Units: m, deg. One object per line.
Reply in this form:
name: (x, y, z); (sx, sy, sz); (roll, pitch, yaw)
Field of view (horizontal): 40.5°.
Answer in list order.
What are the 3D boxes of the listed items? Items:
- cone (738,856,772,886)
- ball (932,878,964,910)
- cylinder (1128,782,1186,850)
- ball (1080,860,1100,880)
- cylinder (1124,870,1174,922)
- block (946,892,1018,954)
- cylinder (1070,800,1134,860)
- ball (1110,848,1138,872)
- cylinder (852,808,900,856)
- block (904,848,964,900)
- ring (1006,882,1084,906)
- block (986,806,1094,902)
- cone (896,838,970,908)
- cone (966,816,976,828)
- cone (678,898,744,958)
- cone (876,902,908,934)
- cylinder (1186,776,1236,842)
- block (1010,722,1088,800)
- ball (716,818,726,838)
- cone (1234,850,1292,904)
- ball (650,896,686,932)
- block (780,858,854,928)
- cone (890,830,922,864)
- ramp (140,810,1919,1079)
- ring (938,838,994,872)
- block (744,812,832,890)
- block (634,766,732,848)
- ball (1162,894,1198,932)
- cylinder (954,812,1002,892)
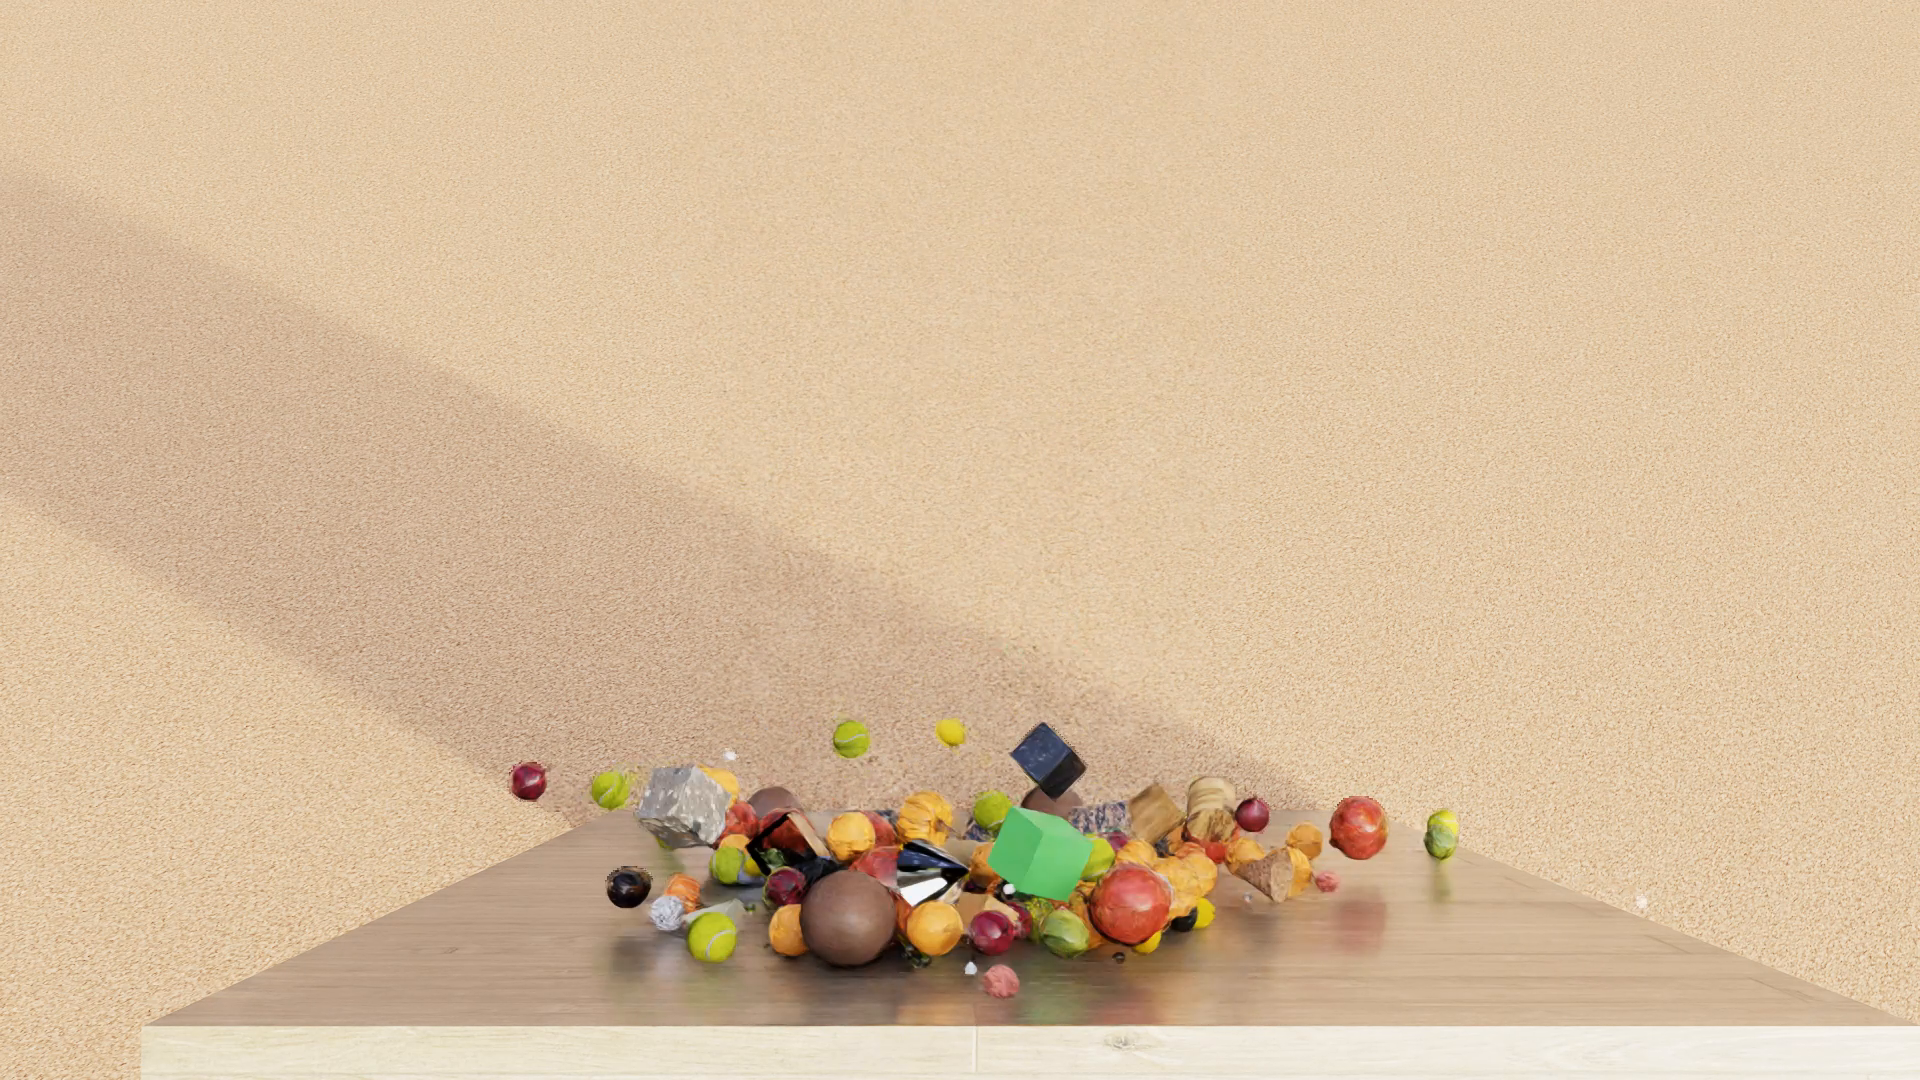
cone: (-0.350, 0.606, 4.688); (0.072, 0.072, 0.072); (29, 45, 28)
ball: (-0.028, 0.491, 3.709); (0.070, 0.070, 0.070); (0, 37, 0)
cylinder: (0.323, 0.466, 4.396); (0.084, 0.084, 0.084); (-37, 44, -2)
ball: (0.192, 0.523, 4.317); (0.084, 0.084, 0.084); (0, 37, 0)
cylinder: (0.265, 0.501, 3.659); (0.051, 0.051, 0.051); (21, 51, 26)
block: (0.031, 0.532, 3.618); (0.060, 0.060, 0.060); (-6, 55, 51)
cylinder: (0.232, 0.474, 4.235); (0.090, 0.090, 0.090); (-9, 36, 11)
ball: (0.314, 0.608, 4.986); (0.054, 0.054, 0.054); (0, 37, 0)
cylinder: (-0.145, 0.501, 4.457); (0.069, 0.069, 0.069); (-13, 37, 5)
block: (-0.044, 0.572, 4.463); (0.082, 0.082, 0.082); (-1, -3, 15)
ring: (0.141, 0.586, 4.345); (0.129, 0.043, 0.129); (0, -3, 0)
block: (0.116, 0.453, 3.756); (0.094, 0.094, 0.094); (17, 10, -35)
cone: (-0.018, 0.446, 3.500); (0.096, 0.096, 0.096); (-12, 21, 46)
cone: (0.057, 0.612, 5.218); (0.094, 0.094, 0.094); (15, 39, 11)
cone: (-0.353, 0.528, 3.594); (0.082, 0.082, 0.082); (9, 38, 17)
cone: (-0.107, 0.578, 3.907); (0.050, 0.050, 0.050); (5, 25, 7)
cylinder: (0.446, 0.477, 4.613); (0.083, 0.083, 0.083); (-1, 50, -1)
block: (0.144, 0.360, 4.229); (0.077, 0.077, 0.077); (-44, 54, -5)
ball: (-0.432, 0.481, 4.423); (0.066, 0.066, 0.066); (0, 37, 0)
cone: (0.498, 0.560, 4.361); (0.089, 0.089, 0.089); (3, 33, 32)
ball: (-0.440, 0.562, 3.918); (0.054, 0.054, 0.054); (0, 37, 0)
block: (-0.215, 0.533, 3.922); (0.076, 0.076, 0.076); (-19, 61, 26)
cone: (-0.106, 0.626, 5.158); (0.075, 0.075, 0.075); (-27, 43, -15)
ramp: (0.081, 0.682, 4.917); (2.000, 0.100, 4.000); (0, -2, 0)
ring: (0.027, 0.495, 4.077); (0.134, 0.045, 0.134); (6, -7, 1)
block: (-0.293, 0.531, 4.434); (0.093, 0.093, 0.093); (-39, 78, 5)
block: (-0.400, 0.386, 3.761); (0.084, 0.084, 0.084); (-10, 49, 40)
ball: (0.330, 0.561, 3.906); (0.056, 0.056, 0.056); (0, 37, 0)
cylinder: (0.039, 0.546, 4.551); (0.100, 0.100, 0.100); (-44, 50, -11)
